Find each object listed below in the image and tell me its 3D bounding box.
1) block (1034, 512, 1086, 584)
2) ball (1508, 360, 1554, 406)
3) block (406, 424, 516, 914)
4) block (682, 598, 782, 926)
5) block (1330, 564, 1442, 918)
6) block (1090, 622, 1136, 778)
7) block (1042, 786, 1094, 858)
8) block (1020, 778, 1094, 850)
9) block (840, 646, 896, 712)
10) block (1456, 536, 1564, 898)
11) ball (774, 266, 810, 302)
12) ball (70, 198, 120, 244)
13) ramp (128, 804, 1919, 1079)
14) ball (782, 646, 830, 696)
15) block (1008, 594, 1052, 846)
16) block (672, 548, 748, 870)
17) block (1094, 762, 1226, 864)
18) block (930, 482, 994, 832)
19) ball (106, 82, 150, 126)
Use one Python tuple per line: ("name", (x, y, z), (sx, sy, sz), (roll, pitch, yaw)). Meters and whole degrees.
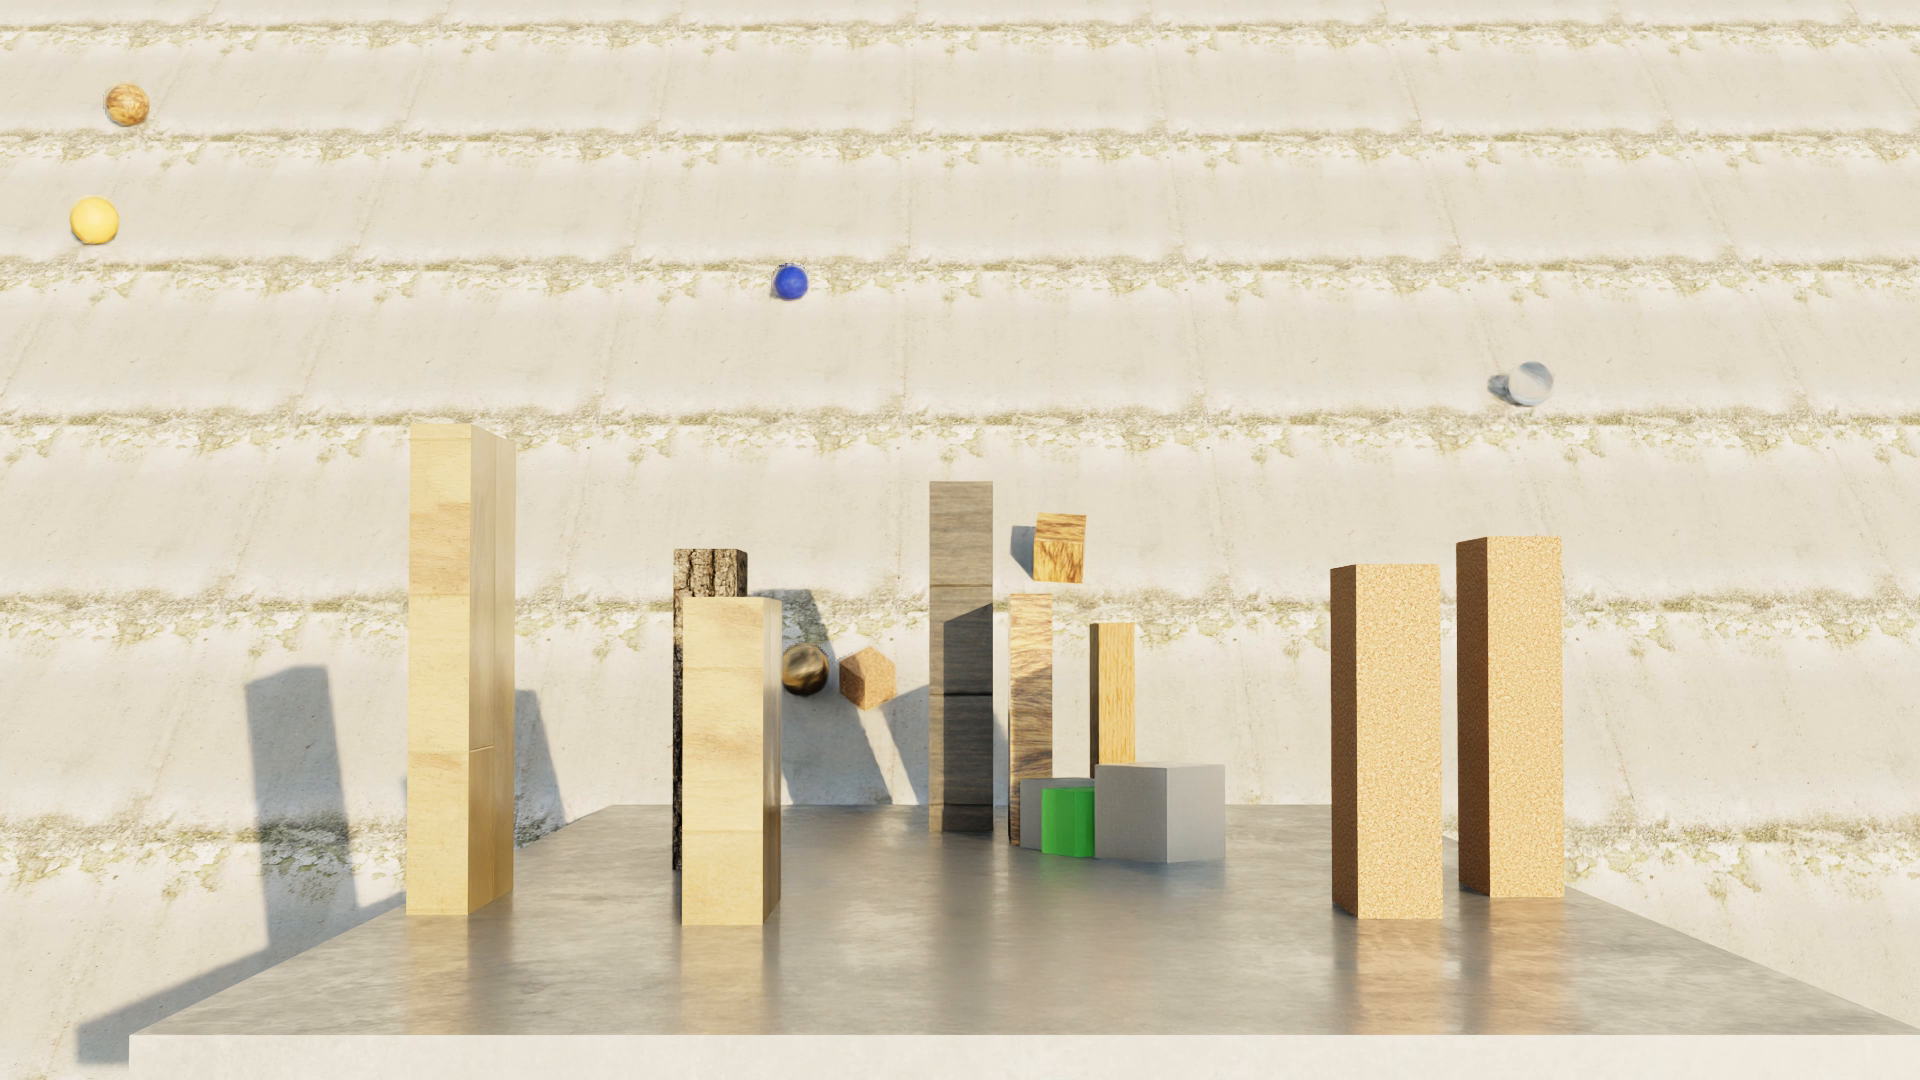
("block", (0.301, 0.024, 7.818), (0.148, 0.148, 0.148), (3, 36, 5))
("ball", (1.880, -0.515, 8.560), (0.149, 0.149, 0.149), (0, 36, 0))
("block", (-0.833, 0.213, 4.365), (0.097, 0.784, 0.425), (0, -2, 0))
("block", (-0.365, 0.347, 4.204), (0.123, 0.503, 0.414), (0, -2, 0))
("block", (0.691, 0.321, 4.234), (0.132, 0.557, 0.290), (0, -2, 0))
("block", (0.351, 0.430, 6.032), (0.080, 0.475, 0.432), (0, -2, 0))
("block", (0.257, 0.576, 5.319), (0.131, 0.131, 0.131), (1, -2, -29))
("block", (0.224, 0.575, 5.457), (0.143, 0.143, 0.143), (1, -2, -29))
("block", (-0.260, 0.392, 7.340), (0.114, 0.114, 0.114), (-27, 44, -32))
("block", (0.964, 0.306, 4.571), (0.126, 0.614, 0.282), (0, -2, 0))
("ball", (-0.591, -0.899, 9.110), (0.124, 0.124, 0.124), (0, 36, 0))
("ball", (-3.138, -1.158, 9.427), (0.170, 0.170, 0.170), (0, 36, 0))
("ramp", (0.079, 0.674, 4.878), (2.000, 0.100, 4.000), (0, -2, 0))
("ball", (-0.440, 0.370, 7.344), (0.145, 0.145, 0.145), (0, 36, 0))
("block", (0.152, 0.388, 5.697), (0.089, 0.535, 0.331), (0, -2, 0))
("block", (-0.487, 0.326, 5.080), (0.121, 0.611, 0.257), (0, -2, 0))
("block", (0.402, 0.544, 5.218), (0.186, 0.186, 0.186), (-2, -3, 44))
("block", (0.003, 0.271, 6.122), (0.146, 0.800, 0.354), (0, -2, 0))
("ball", (-3.261, -1.707, 10.188), (0.166, 0.166, 0.166), (0, 36, 0))
